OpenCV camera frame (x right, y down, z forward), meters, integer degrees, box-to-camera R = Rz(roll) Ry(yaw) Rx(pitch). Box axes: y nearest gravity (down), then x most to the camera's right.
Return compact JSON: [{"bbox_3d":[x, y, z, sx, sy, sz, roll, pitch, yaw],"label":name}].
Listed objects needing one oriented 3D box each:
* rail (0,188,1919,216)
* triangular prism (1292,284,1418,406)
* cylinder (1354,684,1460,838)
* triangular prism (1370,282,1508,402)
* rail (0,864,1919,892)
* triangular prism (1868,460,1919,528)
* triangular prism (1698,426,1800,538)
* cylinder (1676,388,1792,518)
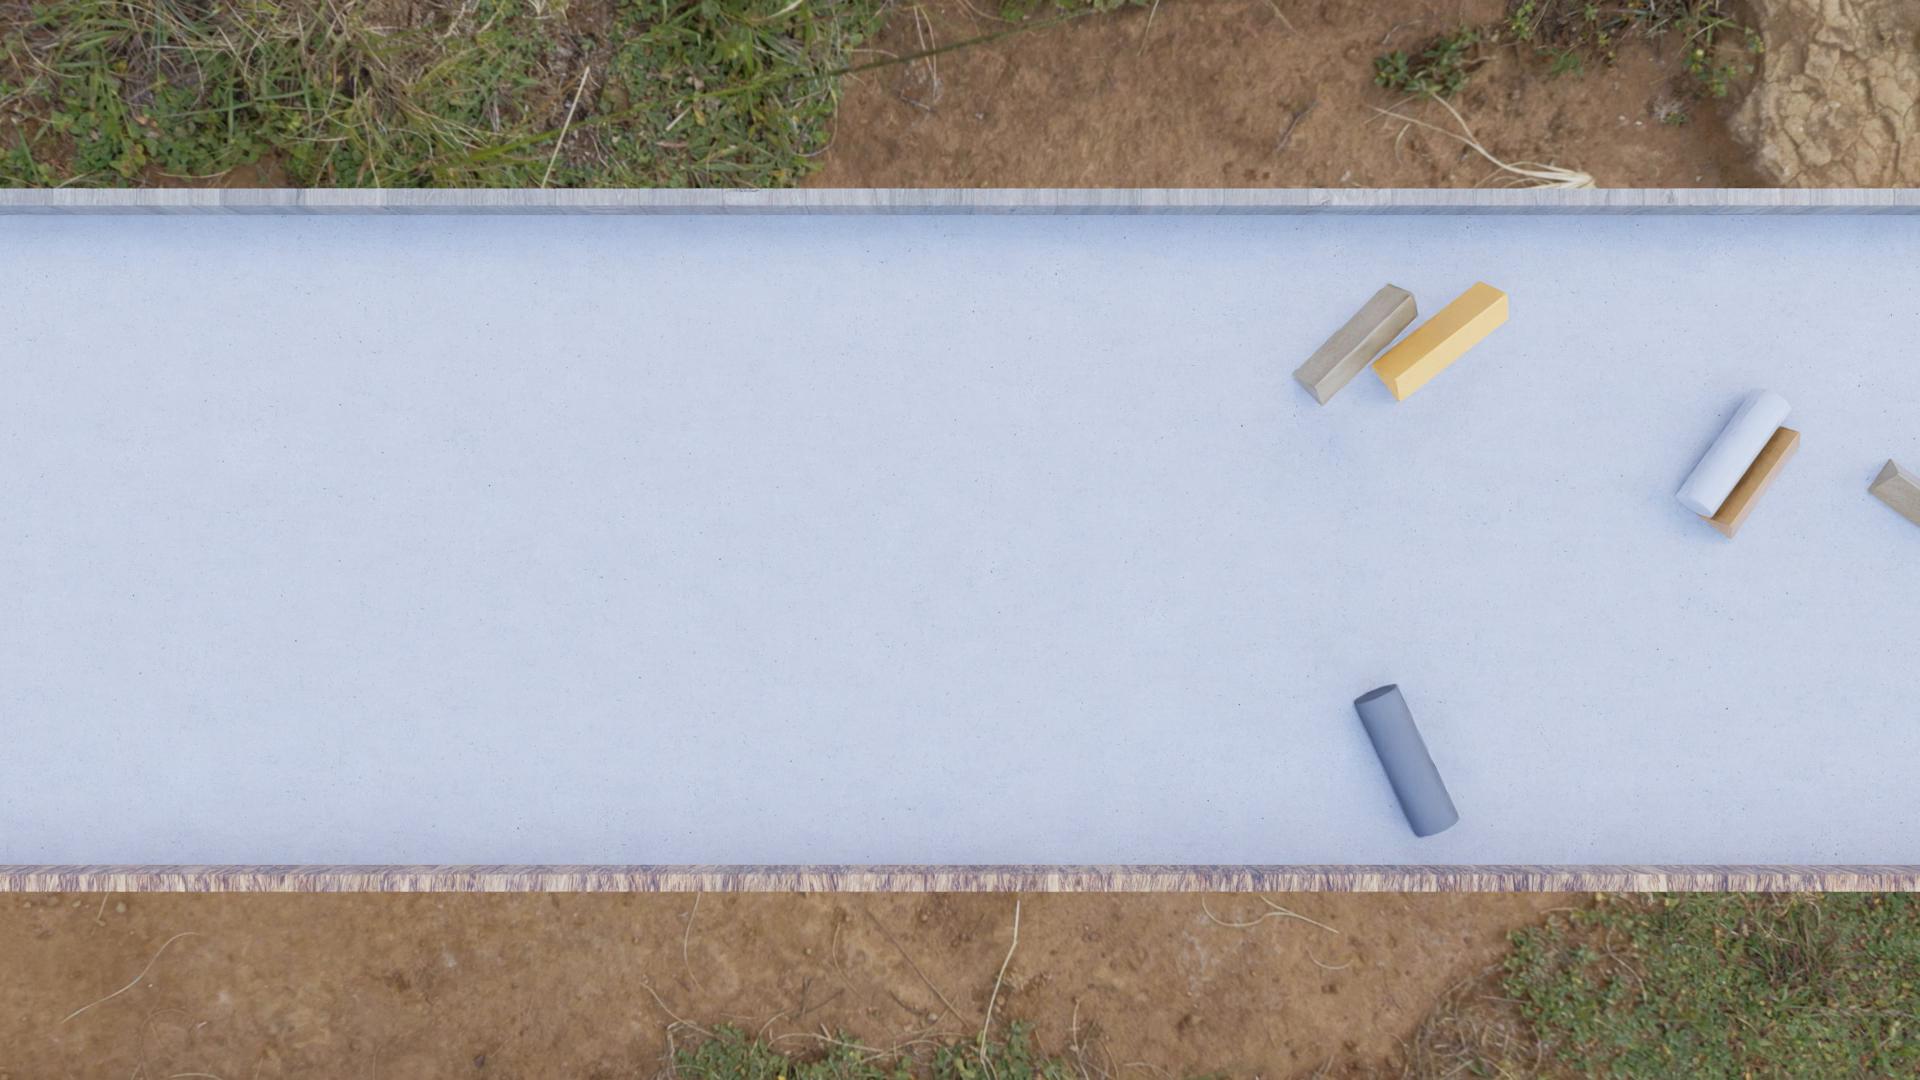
[{"bbox_3d":[-2.247,-1.025,5.002,12.000,0.150,0.050,0,90,0],"label":"rail"},{"bbox_3d":[1.215,-0.599,5.015,0.409,0.117,0.135,-44,90,0],"label":"triangular prism"},{"bbox_3d":[1.355,0.668,5.006,0.141,0.141,0.445,-25,90,0],"label":"cylinder"},{"bbox_3d":[1.474,-0.608,5.010,0.422,0.126,0.145,-38,90,0],"label":"triangular prism"},{"bbox_3d":[-2.247,1.025,5.001,12.000,0.150,0.050,0,90,0],"label":"rail"},{"bbox_3d":[3.001,-0.078,5.021,0.425,0.105,0.121,35,90,0],"label":"triangular prism"},{"bbox_3d":[2.423,-0.182,5.017,0.129,0.112,0.353,36,90,0],"label":"triangular prism"},{"bbox_3d":[2.352,-0.266,5.015,0.123,0.123,0.401,36,90,0],"label":"cylinder"}]
